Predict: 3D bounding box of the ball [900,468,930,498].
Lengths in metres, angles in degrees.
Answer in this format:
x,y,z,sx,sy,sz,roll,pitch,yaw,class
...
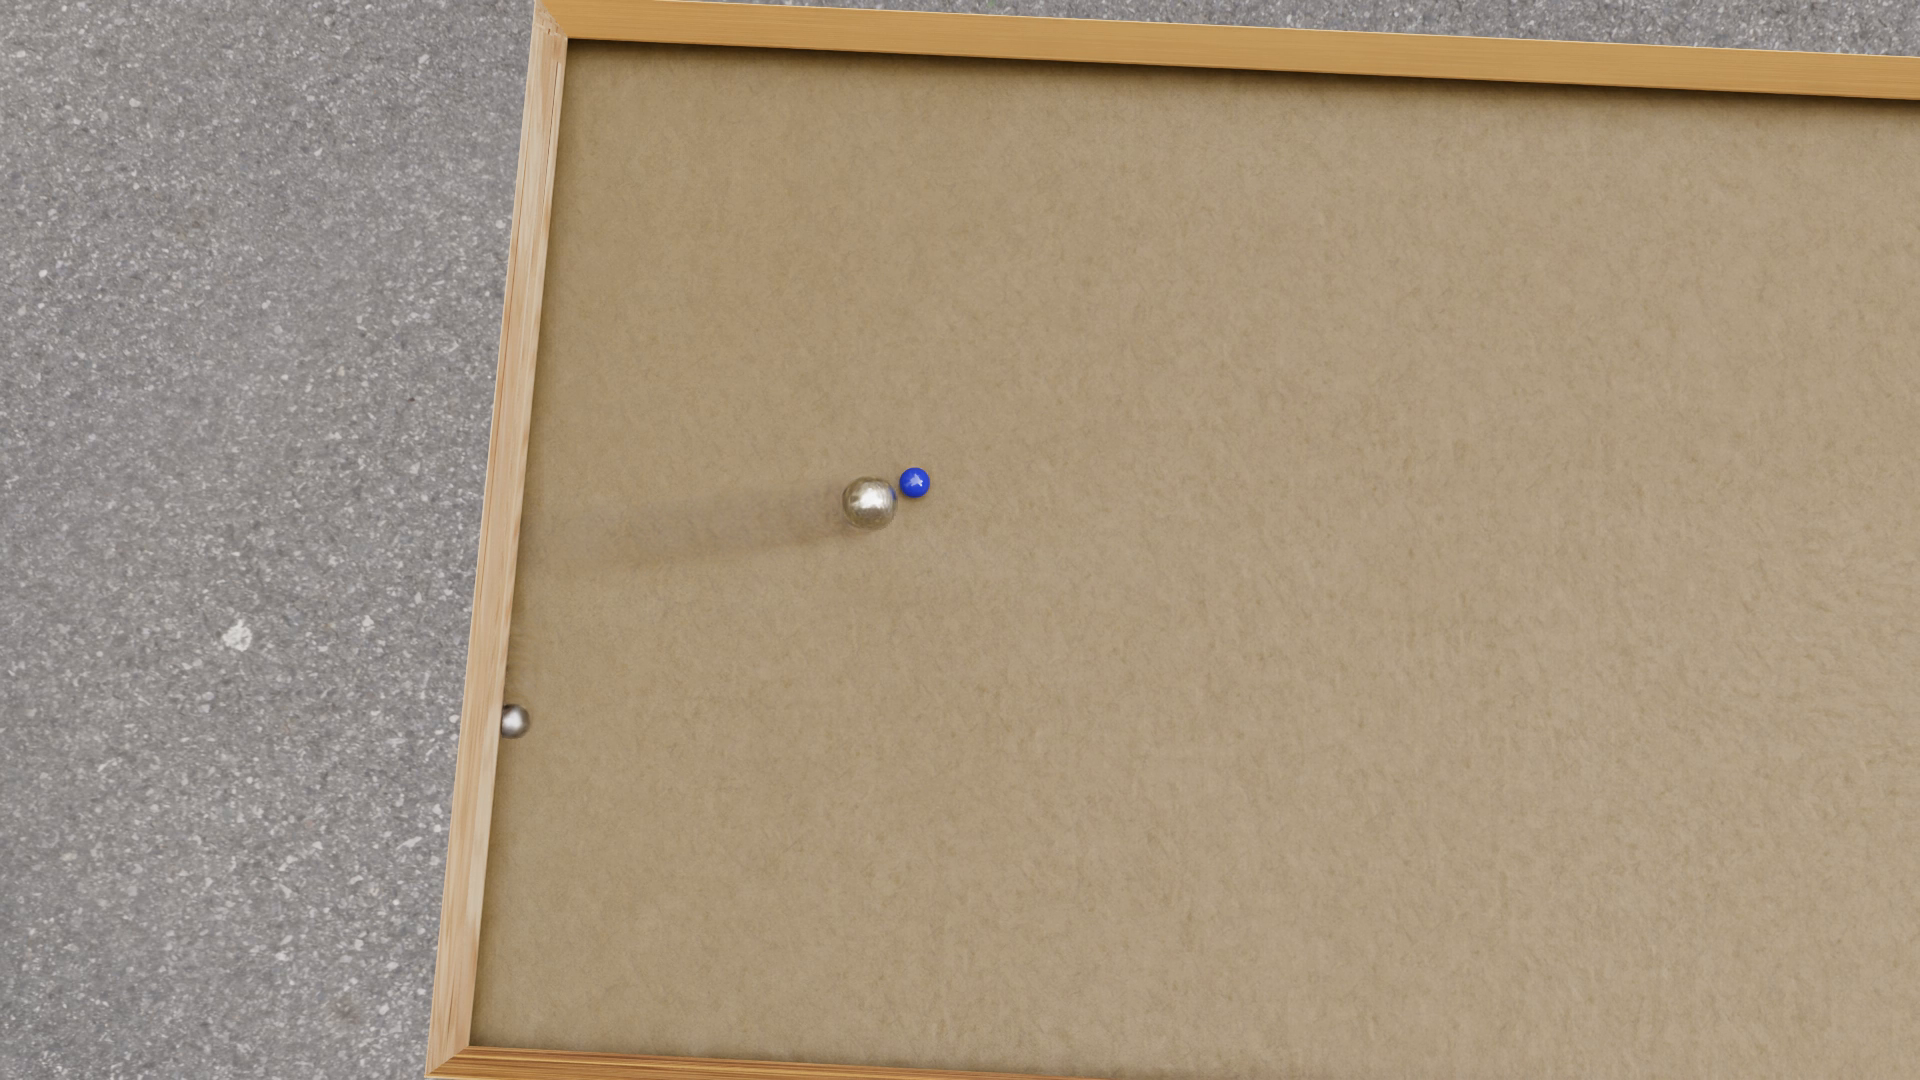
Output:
x,y,z,sx,sy,sz,roll,pitch,yaw,class
-0.069,-0.087,3.355,0.048,0.048,0.048,0,77,0,ball

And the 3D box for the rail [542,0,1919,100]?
x,y,z,sx,sy,sz,roll,pitch,yaw,class
0.747,-0.754,3.482,2.833,0.108,0.045,3,77,1,rail

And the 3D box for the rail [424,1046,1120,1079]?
x,y,z,sx,sy,sz,roll,pitch,yaw,class
0.668,0.808,3.111,2.833,0.108,0.045,3,77,1,rail

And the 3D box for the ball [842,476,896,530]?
x,y,z,sx,sy,sz,roll,pitch,yaw,class
-0.138,-0.056,3.330,0.083,0.083,0.083,0,77,0,ball

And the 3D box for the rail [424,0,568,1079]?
x,y,z,sx,sy,sz,roll,pitch,yaw,class
-0.684,-0.040,3.312,0.045,0.108,1.655,3,77,1,rail

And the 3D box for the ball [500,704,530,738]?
x,y,z,sx,sy,sz,roll,pitch,yaw,class
-0.665,0.268,3.269,0.051,0.051,0.051,0,77,0,ball
